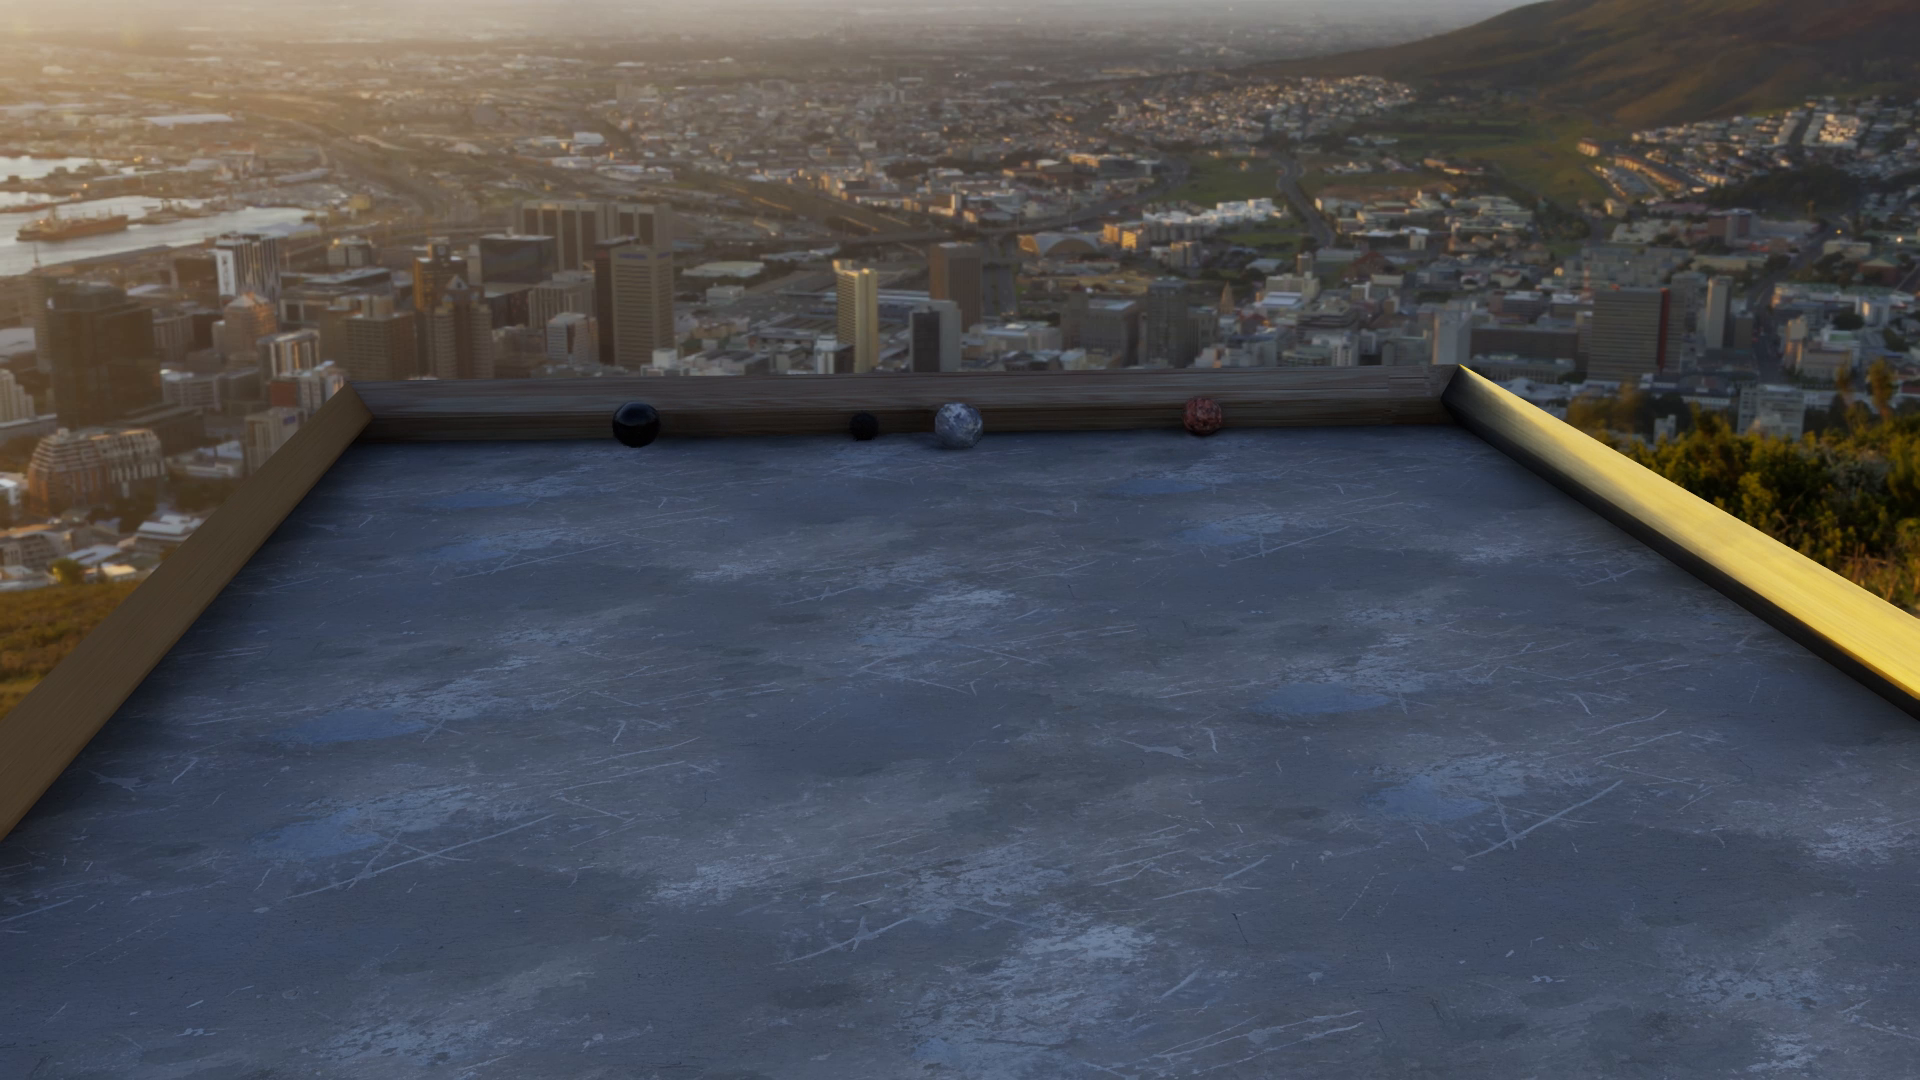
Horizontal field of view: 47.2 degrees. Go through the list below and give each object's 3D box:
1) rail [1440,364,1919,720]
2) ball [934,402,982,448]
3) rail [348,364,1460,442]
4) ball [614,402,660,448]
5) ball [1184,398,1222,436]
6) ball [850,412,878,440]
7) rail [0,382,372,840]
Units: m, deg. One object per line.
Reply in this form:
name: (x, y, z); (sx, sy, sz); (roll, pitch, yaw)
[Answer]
rail: (0.973, 0.171, 2.101); (0.045, 0.100, 3.397); (-1, 14, -5)
ball: (-0.003, -0.185, 3.541); (0.077, 0.077, 0.077); (0, 14, 0)
rail: (-0.072, -0.224, 3.641); (1.853, 0.100, 0.045); (-1, 14, -5)
ball: (-0.522, -0.186, 3.549); (0.075, 0.075, 0.075); (0, 14, 0)
ball: (0.402, -0.203, 3.636); (0.065, 0.065, 0.065); (0, 14, 0)
ball: (-0.159, -0.186, 3.609); (0.045, 0.045, 0.045); (0, 14, 0)
rail: (-0.826, 0.210, 1.949); (0.045, 0.100, 3.397); (-1, 14, -5)
